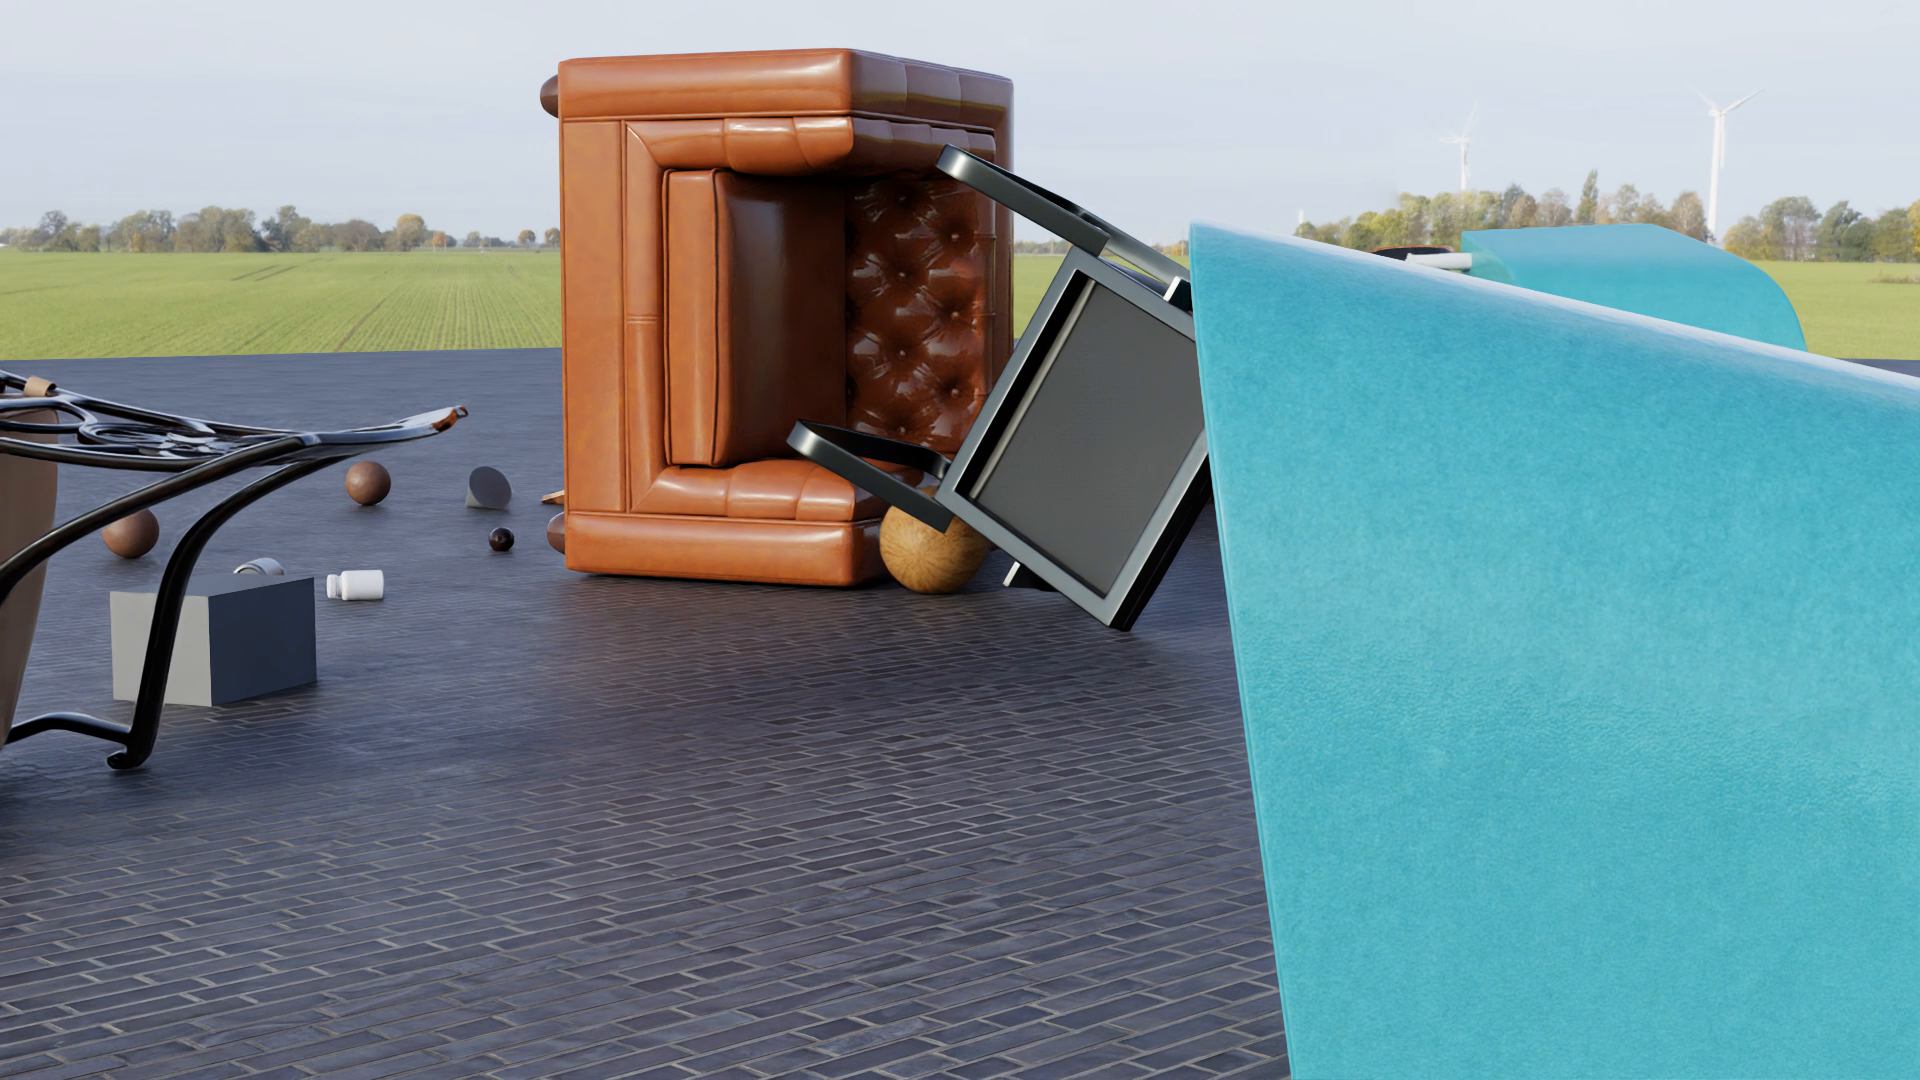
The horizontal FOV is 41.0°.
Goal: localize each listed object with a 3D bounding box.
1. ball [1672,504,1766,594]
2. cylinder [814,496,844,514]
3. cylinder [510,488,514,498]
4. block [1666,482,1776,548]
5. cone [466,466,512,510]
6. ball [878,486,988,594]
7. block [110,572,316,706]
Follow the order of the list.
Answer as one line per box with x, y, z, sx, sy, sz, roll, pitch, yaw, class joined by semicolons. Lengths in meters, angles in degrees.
1.578;0.018;5.333;0.185;0.185;0.185;0;6;0;ball
-0.362;-0.097;7.126;0.056;0.047;0.091;2;4;15;cylinder
-1.354;-0.135;7.561;0.045;0.032;0.081;-3;4;24;cylinder
1.852;-0.058;6.245;0.224;0.150;0.119;-2;6;-17;block
-1.373;-0.123;7.308;0.136;0.131;0.140;39;-43;-21;cone
-0.056;0.000;5.314;0.225;0.225;0.225;0;6;0;ball
-1.185;0.154;4.085;0.185;0.170;0.271;2;6;21;block
